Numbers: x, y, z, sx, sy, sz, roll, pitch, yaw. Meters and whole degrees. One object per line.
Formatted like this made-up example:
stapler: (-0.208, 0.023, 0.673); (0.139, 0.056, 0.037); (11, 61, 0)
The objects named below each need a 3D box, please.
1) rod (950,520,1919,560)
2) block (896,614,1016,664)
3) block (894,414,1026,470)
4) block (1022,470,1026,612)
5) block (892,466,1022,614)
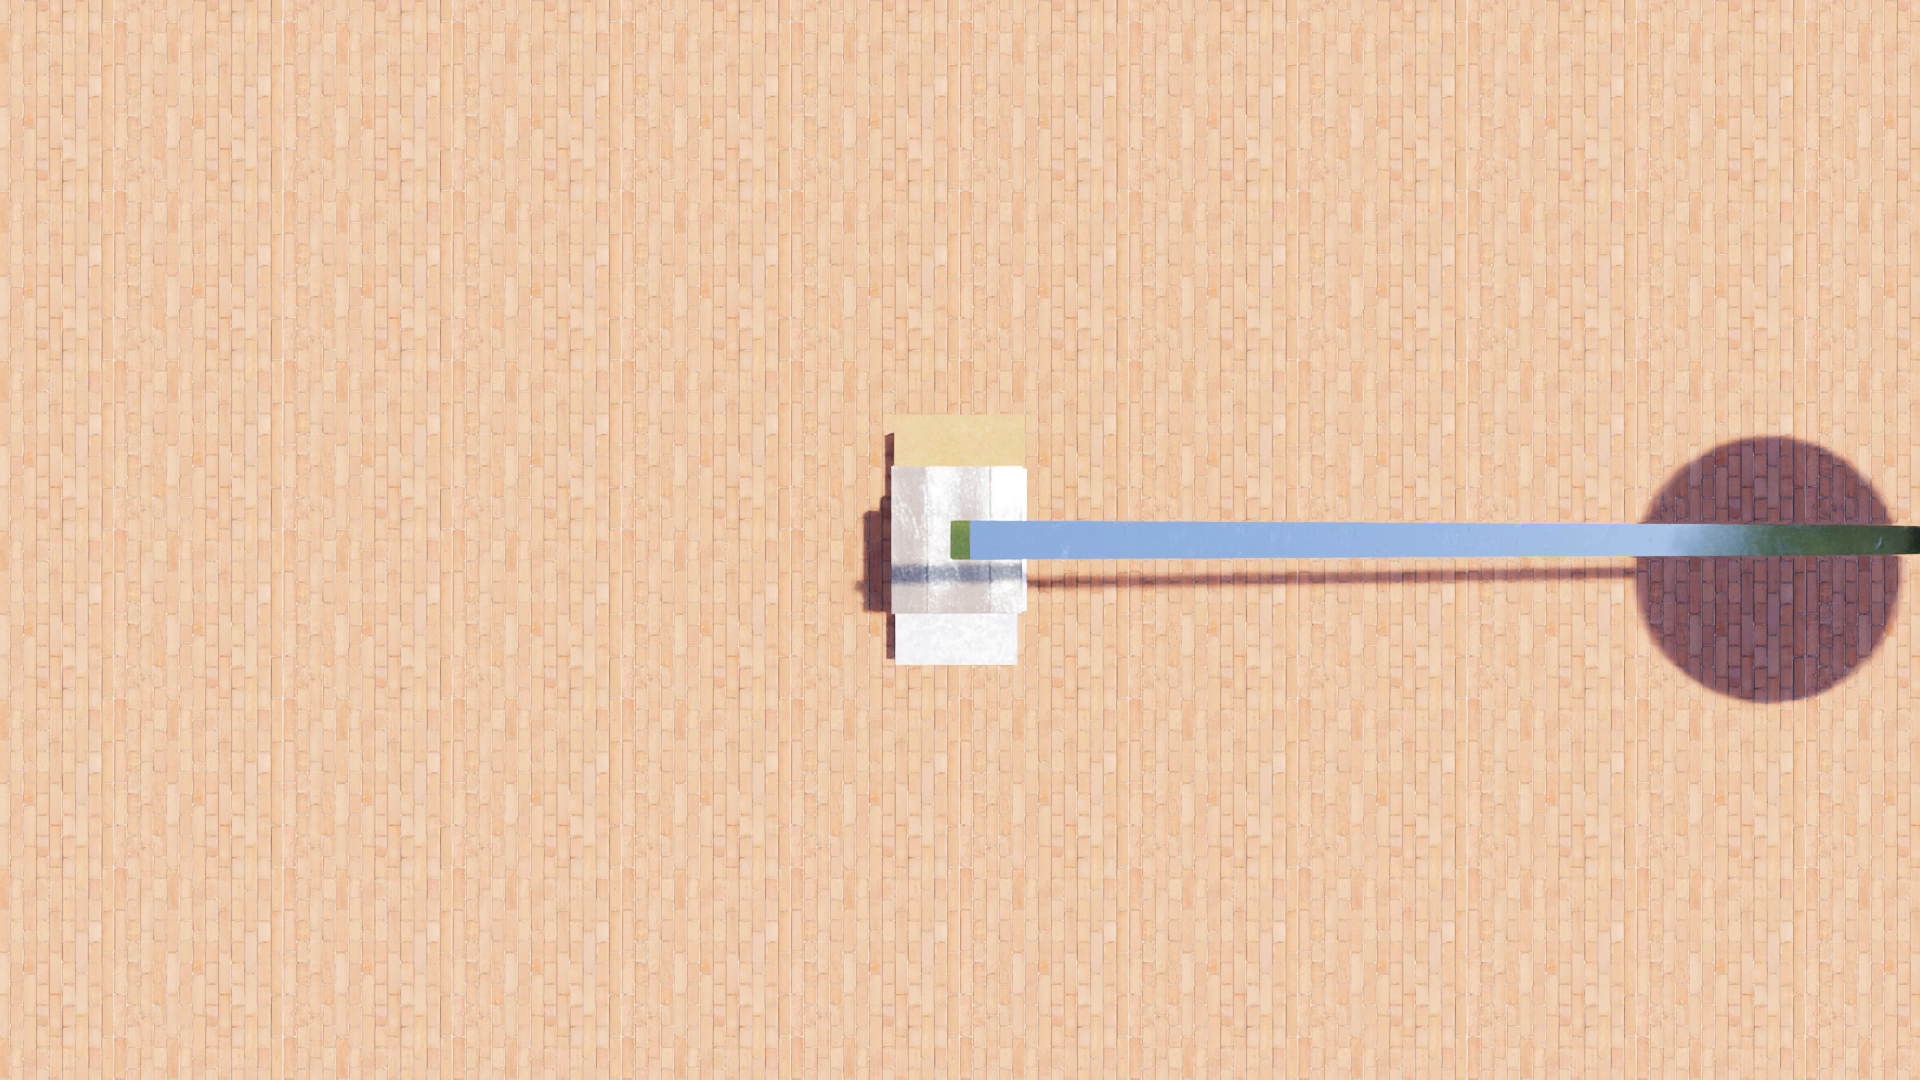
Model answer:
rod: (2.234, 0.000, 5.816); (5.200, 0.080, 0.080); (0, 90, -31)
block: (-0.020, 0.333, 12.007); (0.644, 0.686, 0.658); (0, 90, 0)
block: (-0.001, -0.334, 12.027); (0.690, 0.806, 0.655); (0, 90, 0)
block: (0.014, 0.000, 10.724); (0.601, 0.729, 0.669); (0, 90, 0)
block: (-0.012, 0.001, 9.123); (0.524, 0.627, 0.591); (0, 90, 0)
